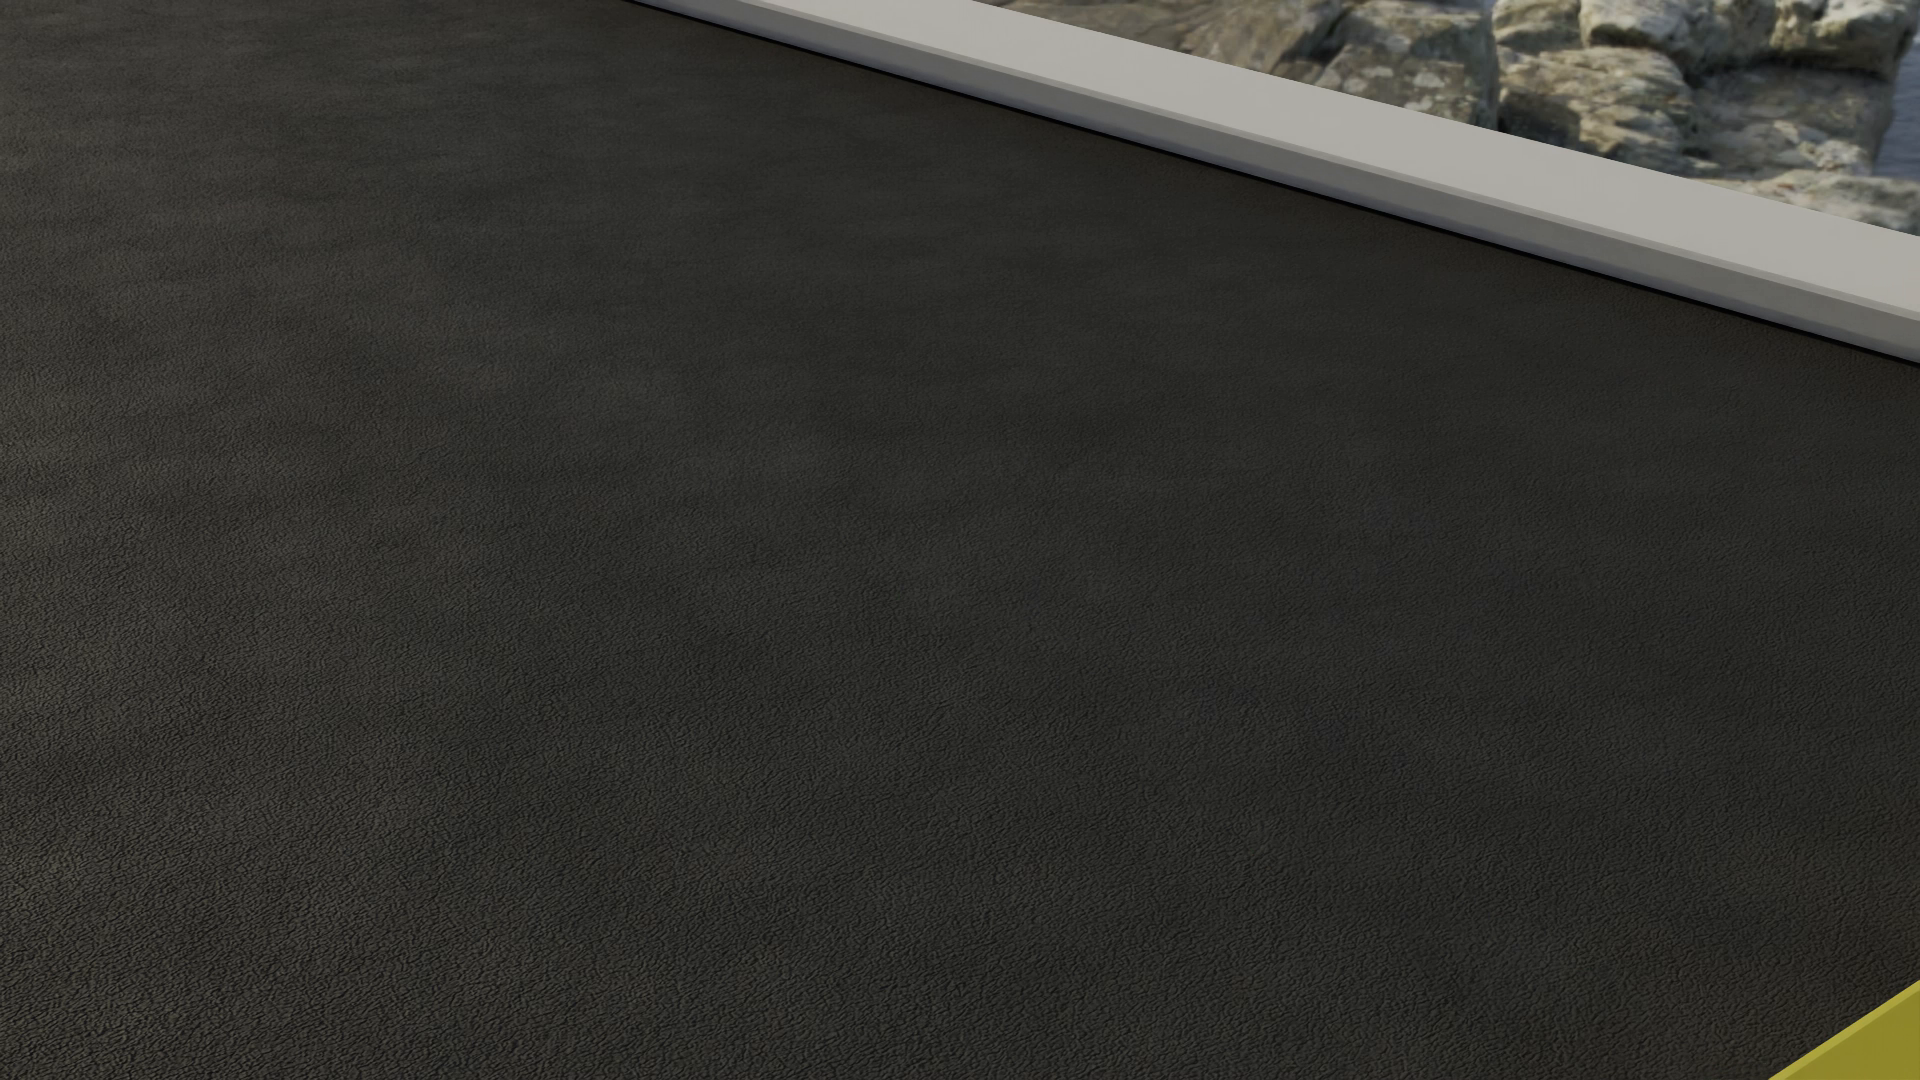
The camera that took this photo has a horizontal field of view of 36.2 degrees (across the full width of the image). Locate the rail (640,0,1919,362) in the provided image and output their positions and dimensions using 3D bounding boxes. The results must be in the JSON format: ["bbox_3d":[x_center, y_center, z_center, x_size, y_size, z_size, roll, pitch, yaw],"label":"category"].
[{"bbox_3d":[0.100,-0.577,3.630,0.045,0.121,3.837,-20,30,-38],"label":"rail"}]

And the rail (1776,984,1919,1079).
[{"bbox_3d":[0.627,0.242,1.722,2.046,0.121,0.045,-20,30,-38],"label":"rail"}]
